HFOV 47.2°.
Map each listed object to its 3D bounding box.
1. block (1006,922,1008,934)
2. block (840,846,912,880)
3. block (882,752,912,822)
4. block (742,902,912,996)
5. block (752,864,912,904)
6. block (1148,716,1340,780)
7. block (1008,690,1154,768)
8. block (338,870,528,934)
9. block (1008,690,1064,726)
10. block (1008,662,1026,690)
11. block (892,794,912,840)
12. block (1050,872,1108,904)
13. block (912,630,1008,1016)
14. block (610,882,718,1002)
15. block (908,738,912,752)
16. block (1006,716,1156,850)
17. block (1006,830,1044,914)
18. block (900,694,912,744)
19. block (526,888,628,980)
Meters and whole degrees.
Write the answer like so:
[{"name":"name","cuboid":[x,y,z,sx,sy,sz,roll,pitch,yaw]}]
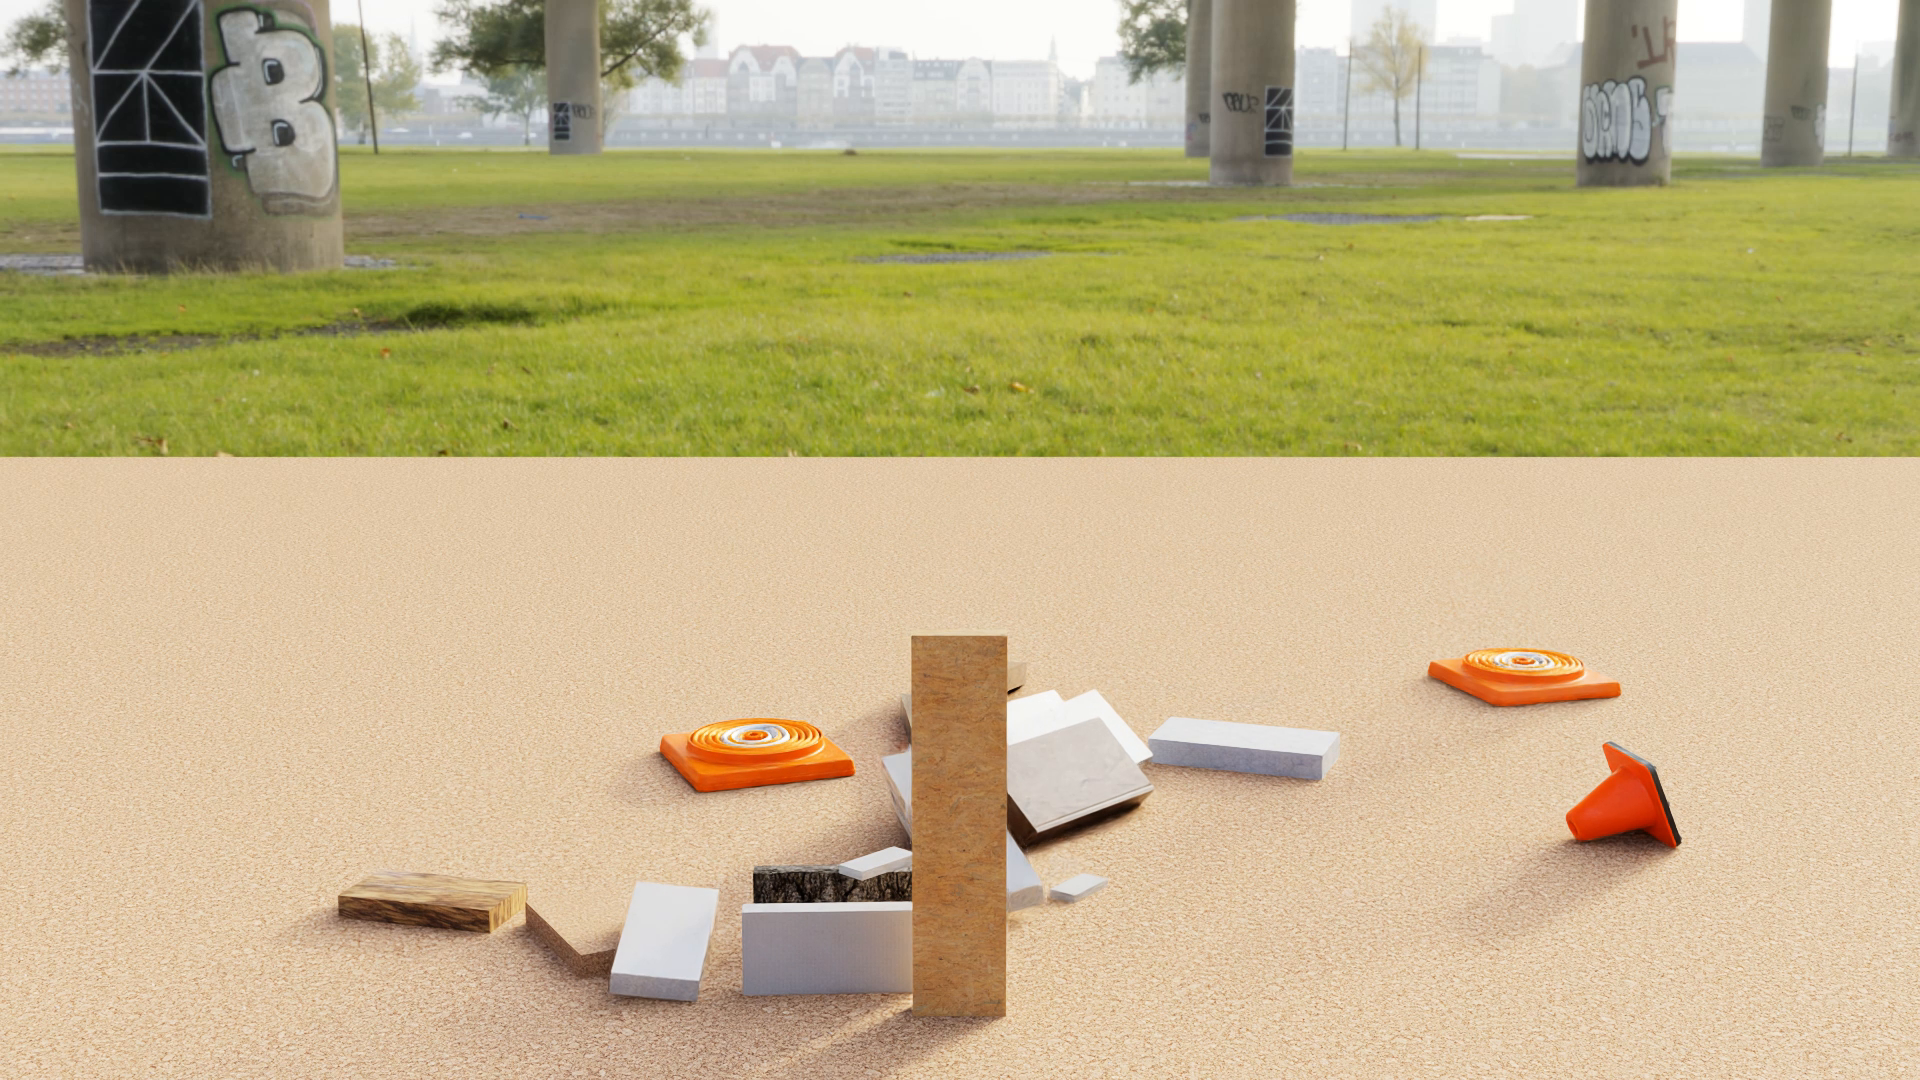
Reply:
[{"name":"block","cuboid":[0.038,0.623,3.454,0.050,0.014,0.101,3,11,18]},{"name":"block","cuboid":[-0.127,0.501,3.407,0.050,0.014,0.119,10,14,42]},{"name":"block","cuboid":[-0.049,0.421,3.840,0.136,0.039,0.273,-11,11,-9]},{"name":"block","cuboid":[-0.192,0.603,3.247,0.256,0.128,0.036,0,11,-2]},{"name":"block","cuboid":[-0.191,0.572,3.417,0.256,0.128,0.036,0,11,-2]},{"name":"block","cuboid":[0.574,0.420,4.449,0.355,0.050,0.177,4,11,20]},{"name":"block","cuboid":[0.197,0.412,4.207,0.177,0.050,0.433,48,30,16]},{"name":"block","cuboid":[-0.857,0.587,3.582,0.268,0.038,0.134,3,11,15]},{"name":"block","cuboid":[0.125,0.396,4.253,0.174,0.049,0.348,50,31,21]},{"name":"block","cuboid":[0.032,0.304,4.913,0.174,0.049,0.348,2,1,12]},{"name":"block","cuboid":[-0.014,0.497,3.796,0.136,0.039,0.273,-12,26,-14]},{"name":"block","cuboid":[0.199,0.582,3.675,0.050,0.014,0.101,8,13,36]},{"name":"block","cuboid":[-0.001,0.405,3.128,0.134,0.561,0.038,0,11,0]},{"name":"block","cuboid":[-0.444,0.604,3.322,0.128,0.036,0.257,6,22,-2]},{"name":"block","cuboid":[-0.046,0.408,4.035,0.102,0.029,0.204,2,37,8]},{"name":"block","cuboid":[0.188,0.442,4.038,0.355,0.050,0.177,-12,57,-49]},{"name":"block","cuboid":[0.026,0.528,3.630,0.136,0.039,0.273,-13,27,-15]},{"name":"block","cuboid":[-0.012,0.410,4.505,0.174,0.049,0.582,-1,11,-6]},{"name":"block","cuboid":[-0.573,0.613,3.442,0.134,0.038,0.268,-6,12,-28]}]
